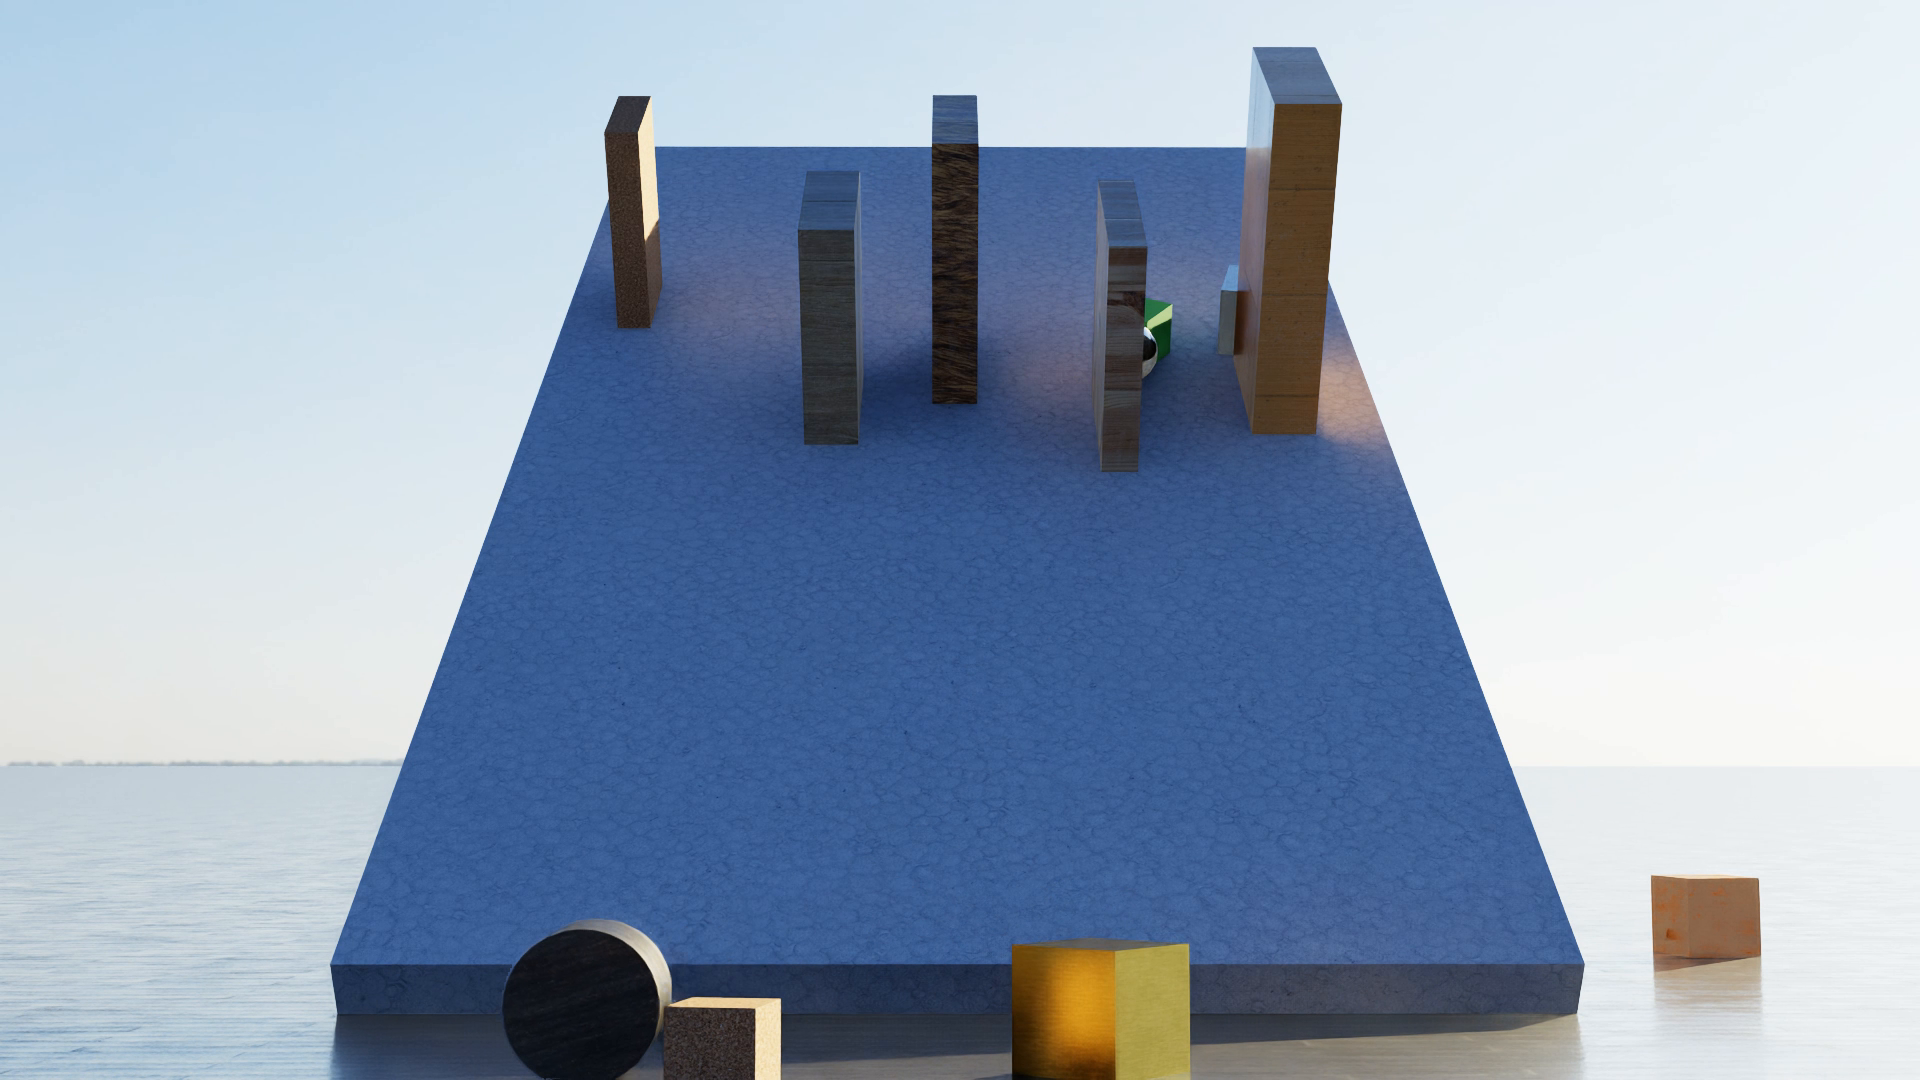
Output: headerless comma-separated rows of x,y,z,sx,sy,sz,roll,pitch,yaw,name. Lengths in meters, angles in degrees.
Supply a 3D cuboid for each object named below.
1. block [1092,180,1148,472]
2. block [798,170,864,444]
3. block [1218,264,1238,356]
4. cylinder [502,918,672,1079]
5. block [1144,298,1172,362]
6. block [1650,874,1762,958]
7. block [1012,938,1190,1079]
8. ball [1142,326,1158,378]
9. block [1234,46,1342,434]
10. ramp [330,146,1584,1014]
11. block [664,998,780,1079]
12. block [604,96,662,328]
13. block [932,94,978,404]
0.358,-0.491,5.419,0.082,0.538,0.424,0,28,0,block
-0.295,-0.540,5.523,0.123,0.523,0.384,0,28,0,block
0.742,-0.569,5.959,0.171,0.171,0.171,6,29,11,block
-0.479,0.595,3.088,0.196,0.196,0.196,0,-5,-2,cylinder
0.433,-0.514,5.896,0.131,0.131,0.131,16,32,28,block
1.575,0.793,5.046,0.162,0.162,0.162,1,-5,-11,block
0.185,0.614,3.132,0.167,0.167,0.167,-4,-7,39,block
0.403,-0.454,5.763,0.150,0.150,0.150,0,-5,0,ball
0.751,-0.694,5.534,0.147,0.791,0.426,0,28,0,block
-0.011,-0.222,5.591,2.000,0.100,4.000,0,28,0,ramp
-0.288,0.619,2.897,0.114,0.114,0.114,-1,-5,11,block
-0.829,-0.836,6.081,0.083,0.517,0.291,0,28,0,block
-0.012,-0.692,5.682,0.106,0.644,0.356,0,28,0,block
